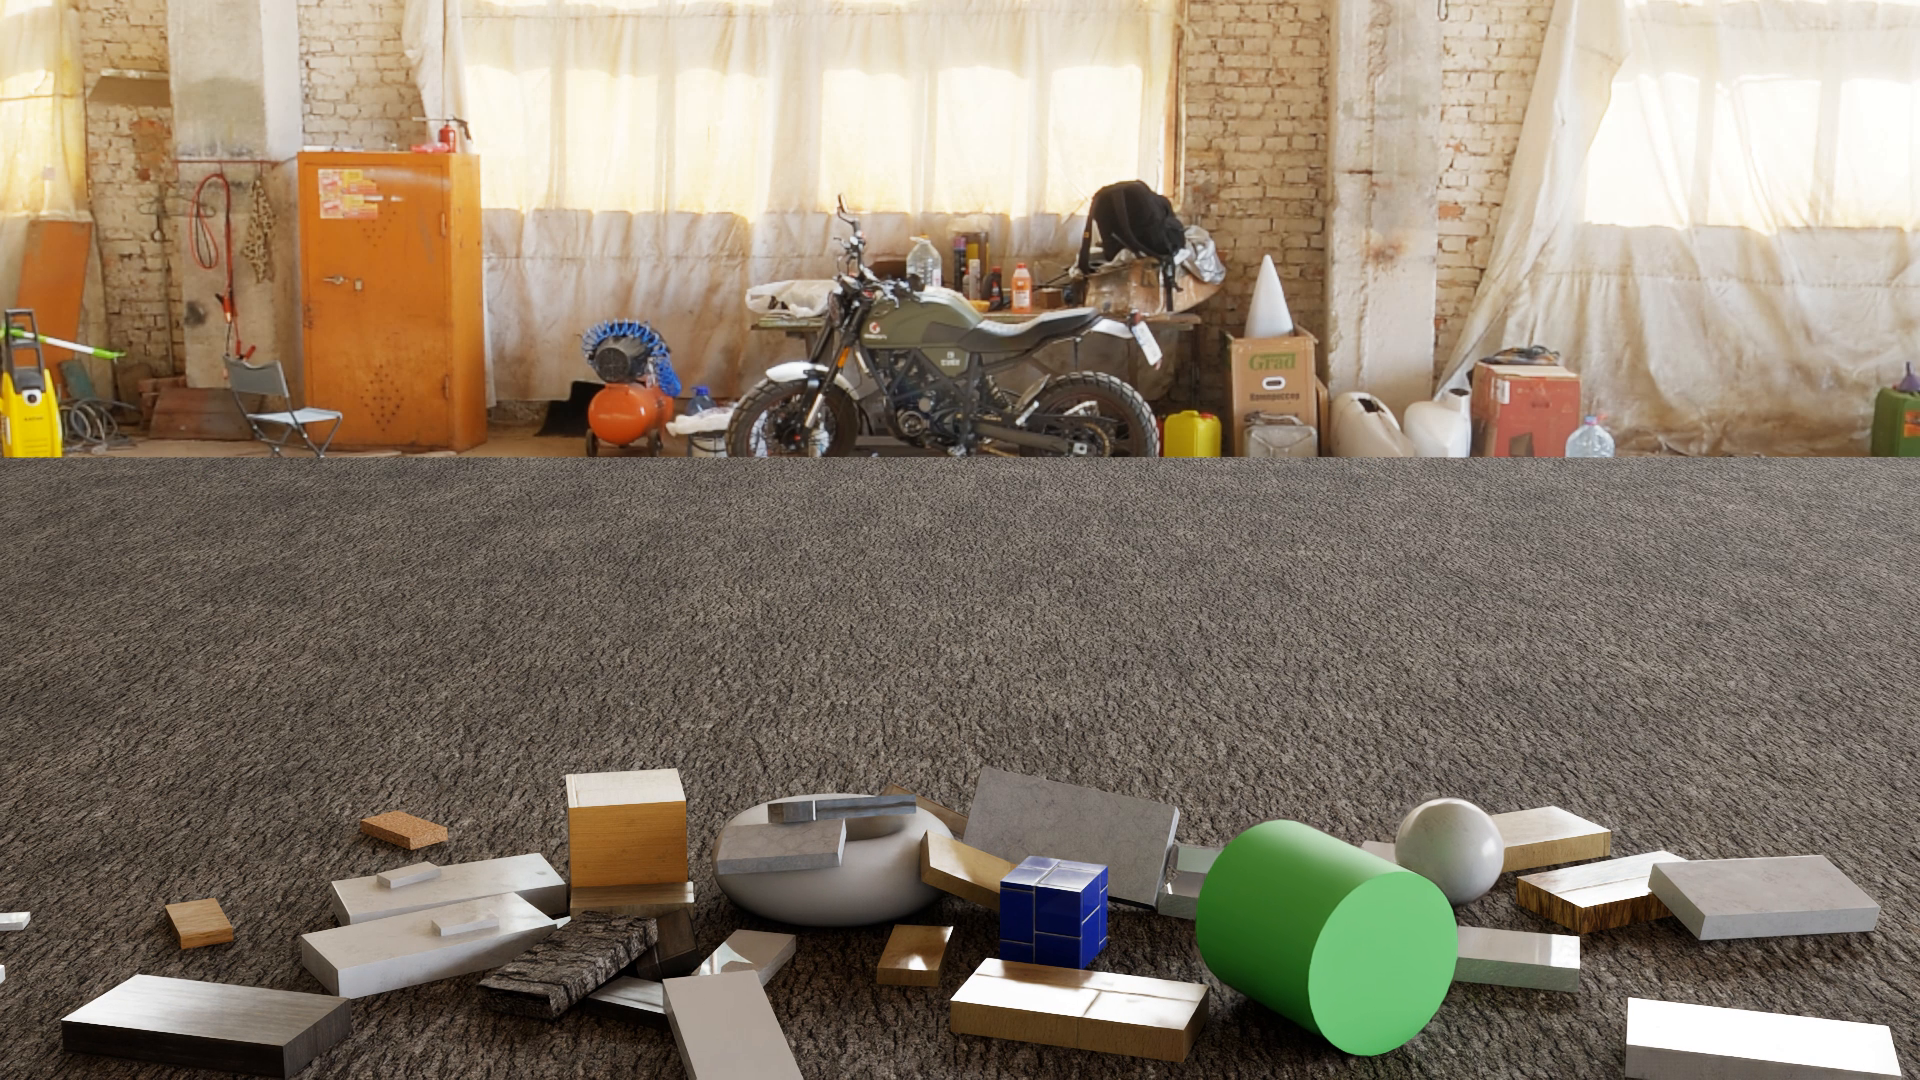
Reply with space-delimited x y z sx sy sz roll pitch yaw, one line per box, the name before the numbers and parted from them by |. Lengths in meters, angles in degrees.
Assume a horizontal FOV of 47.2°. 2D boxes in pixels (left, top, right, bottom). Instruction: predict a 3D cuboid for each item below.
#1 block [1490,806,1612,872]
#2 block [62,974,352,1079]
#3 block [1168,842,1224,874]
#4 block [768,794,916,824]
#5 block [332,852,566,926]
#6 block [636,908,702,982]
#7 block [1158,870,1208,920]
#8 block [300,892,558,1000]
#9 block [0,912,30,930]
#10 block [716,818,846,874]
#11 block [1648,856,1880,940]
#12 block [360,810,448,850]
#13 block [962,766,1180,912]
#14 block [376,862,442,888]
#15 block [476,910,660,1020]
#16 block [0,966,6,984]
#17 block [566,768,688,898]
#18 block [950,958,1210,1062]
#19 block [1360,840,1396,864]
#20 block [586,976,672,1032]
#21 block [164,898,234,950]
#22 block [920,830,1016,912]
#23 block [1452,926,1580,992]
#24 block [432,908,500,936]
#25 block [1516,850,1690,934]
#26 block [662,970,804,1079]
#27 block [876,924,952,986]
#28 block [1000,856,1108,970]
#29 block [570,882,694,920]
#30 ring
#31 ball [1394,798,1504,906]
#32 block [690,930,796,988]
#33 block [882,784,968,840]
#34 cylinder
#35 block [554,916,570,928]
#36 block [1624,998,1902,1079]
block | 0.966 0.530 3.869 0.315 0.045 0.158 -5 11 -23
block | -1.049 0.677 3.068 0.344 0.049 0.172 3 11 15
block | 0.483 0.540 3.643 0.267 0.038 0.134 8 -5 -2
block | -0.193 0.437 3.578 0.220 0.031 0.110 -1 -7 -18
block | -0.832 0.581 3.582 0.344 0.049 0.172 -5 12 -24
block | -0.450 0.620 3.363 0.092 0.026 0.185 -20 14 -8
block | 0.471 0.589 3.569 0.267 0.038 0.134 5 12 26
block | -0.812 0.620 3.373 0.344 0.049 0.172 -7 13 -33
block | -1.541 0.612 3.517 0.092 0.013 0.046 -2 11 -9
block | -0.281 0.484 3.479 0.193 0.027 0.096 -5 26 6
block | 1.285 0.571 3.519 0.315 0.045 0.158 0 23 -15
block | -1.004 0.523 3.969 0.156 0.022 0.078 9 14 41
block | 0.179 0.493 3.637 0.335 0.167 0.047 10 -19 17
block | -0.901 0.547 3.596 0.092 0.013 0.046 -10 14 -42
block | -0.579 0.627 3.265 0.133 0.038 0.266 1 16 28
block | -1.473 0.662 3.221 0.078 0.022 0.156 0 11 2
block | -0.553 0.500 3.645 0.186 0.186 0.186 -2 11 -11
block | 0.172 0.666 3.128 0.335 0.047 0.167 3 11 18
block | 0.721 0.559 3.770 0.089 0.025 0.177 4 11 21
block | -0.435 0.670 3.165 0.184 0.026 0.092 5 12 27
block | -1.213 0.610 3.502 0.078 0.022 0.156 -6 12 -28
block | 0.042 0.543 3.519 0.221 0.031 0.110 24 20 -14
block | 0.801 0.632 3.341 0.267 0.038 0.134 3 11 15
block | -0.760 0.588 3.379 0.092 0.013 0.046 -6 12 -31
block | 1.091 0.577 3.617 0.315 0.045 0.157 -5 12 -25
block | -0.297 0.692 2.934 0.133 0.038 0.447 -3 15 -16
block | -0.067 0.634 3.361 0.091 0.026 0.183 1 11 7
block | 0.145 0.576 3.393 0.129 0.129 0.129 4 11 22
block | -0.522 0.579 3.510 0.193 0.027 0.096 -1 11 -8
ring | -0.206 0.527 3.644 0.409 0.136 0.409 1 10 0
ball | 0.801 0.512 3.606 0.176 0.176 0.176 0 11 0
block | -0.326 0.640 3.327 0.096 0.027 0.193 3 11 15
block | -0.027 0.484 3.815 0.221 0.031 0.110 25 -11 -6
cylinder | 0.517 0.559 3.120 0.262 0.262 0.262 -6 12 -29
block | -0.560 0.612 3.480 0.184 0.026 0.092 -9 14 -39
block | 1.082 0.694 2.982 0.341 0.047 0.167 3 11 17
